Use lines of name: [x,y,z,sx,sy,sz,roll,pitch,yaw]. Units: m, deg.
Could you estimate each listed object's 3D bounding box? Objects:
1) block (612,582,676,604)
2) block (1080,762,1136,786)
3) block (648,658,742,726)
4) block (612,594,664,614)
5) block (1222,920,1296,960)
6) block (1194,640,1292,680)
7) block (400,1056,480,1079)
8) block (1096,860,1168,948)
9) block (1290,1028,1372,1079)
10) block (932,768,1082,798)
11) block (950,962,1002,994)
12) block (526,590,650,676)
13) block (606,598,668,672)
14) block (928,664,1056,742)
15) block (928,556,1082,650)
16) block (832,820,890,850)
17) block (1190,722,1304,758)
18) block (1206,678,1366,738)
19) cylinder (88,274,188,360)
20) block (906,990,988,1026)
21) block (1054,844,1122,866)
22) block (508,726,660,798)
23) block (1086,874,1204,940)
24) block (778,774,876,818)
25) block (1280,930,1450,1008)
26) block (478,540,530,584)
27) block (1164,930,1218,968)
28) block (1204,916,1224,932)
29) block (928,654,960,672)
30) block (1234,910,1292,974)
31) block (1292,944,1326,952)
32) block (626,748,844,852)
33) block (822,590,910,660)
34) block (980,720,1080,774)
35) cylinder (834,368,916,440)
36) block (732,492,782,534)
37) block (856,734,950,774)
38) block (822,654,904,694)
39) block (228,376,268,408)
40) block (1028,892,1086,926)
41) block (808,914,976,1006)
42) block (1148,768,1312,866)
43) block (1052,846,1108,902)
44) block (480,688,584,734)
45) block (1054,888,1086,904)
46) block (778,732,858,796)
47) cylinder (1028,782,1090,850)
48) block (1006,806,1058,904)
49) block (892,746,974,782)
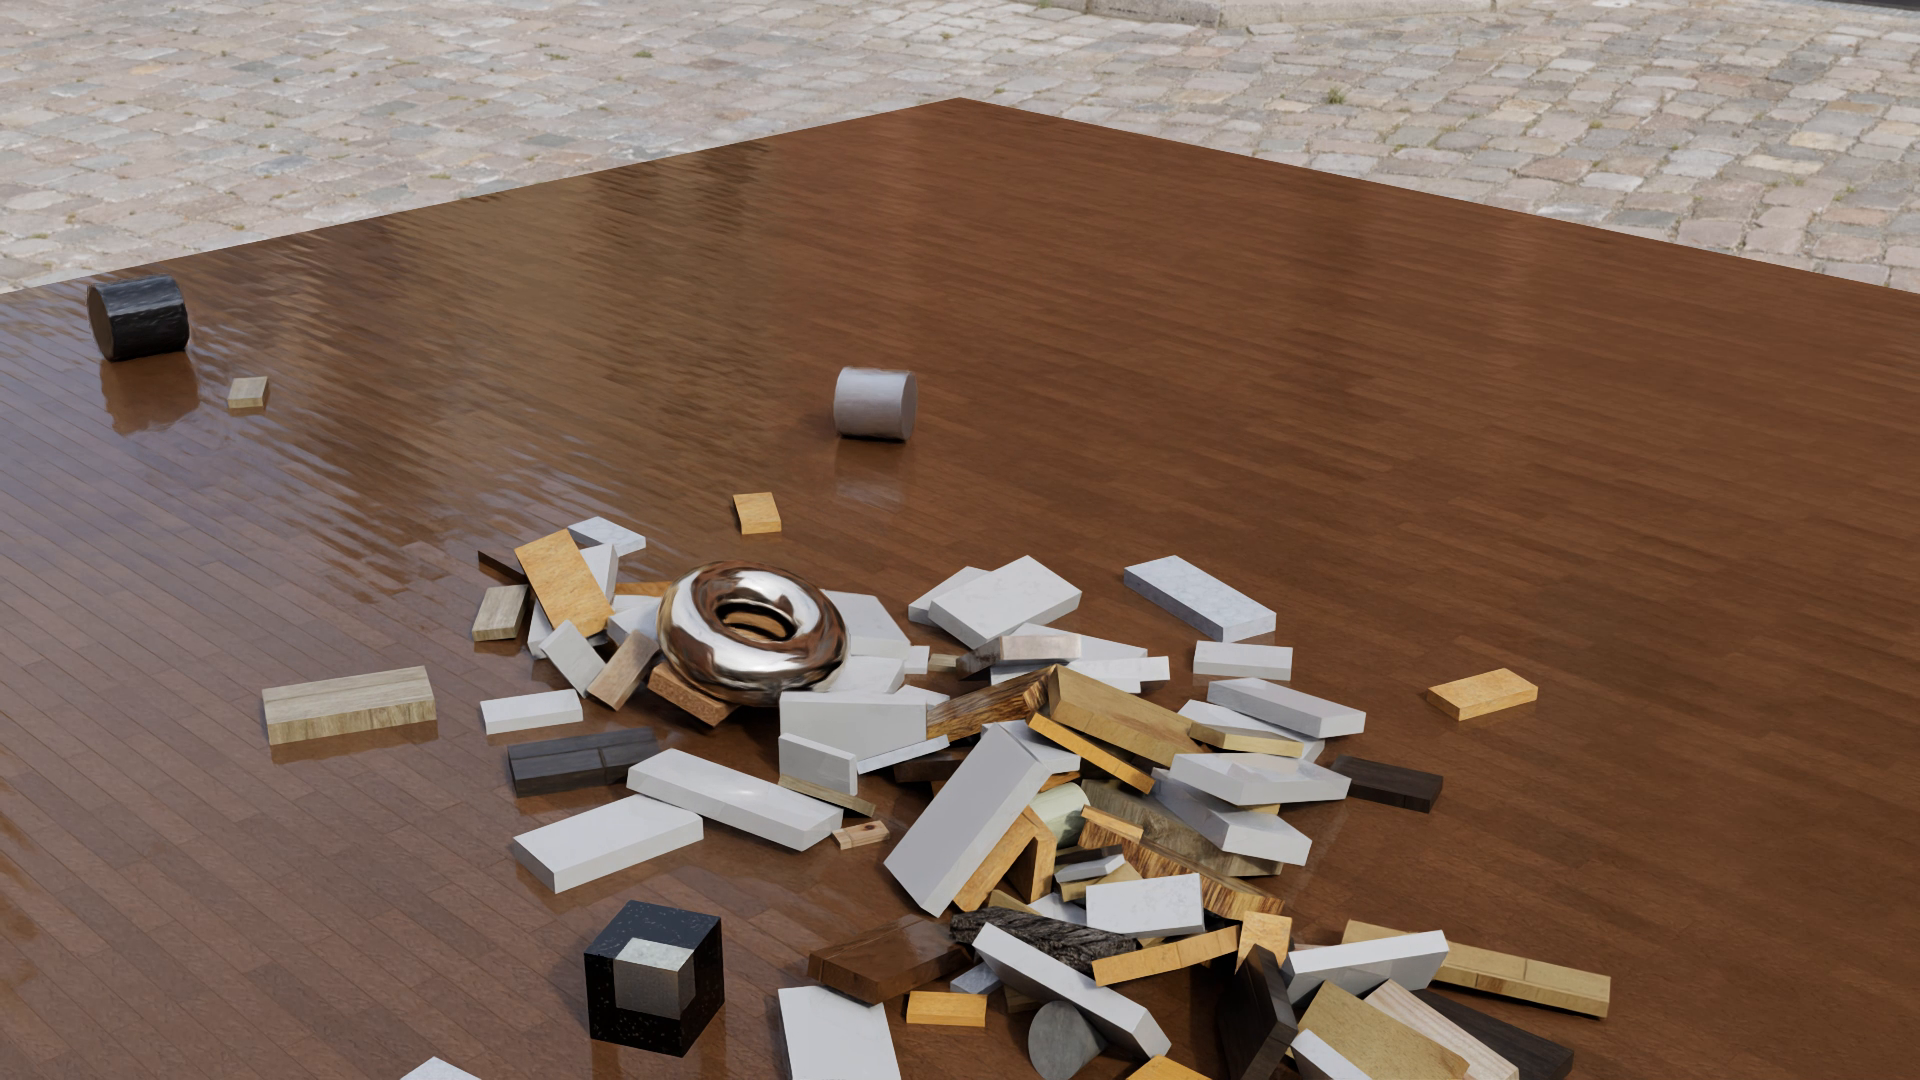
block: [-0.778,0.136,5.362,0.209,0.030,0.104,-1,19,-22]
block: [0.251,0.473,4.607,0.209,0.030,0.104,16,28,33]
block: [-0.515,0.277,4.863,0.176,0.050,0.353,28,32,16]
block: [-0.732,0.160,5.201,0.174,0.025,0.087,3,19,-5]
block: [0.513,0.726,3.958,0.083,0.023,0.166,-22,16,-33]
block: [0.653,0.278,5.067,0.220,0.031,0.110,4,23,9]
block: [-0.774,0.940,3.482,0.346,0.049,0.173,15,27,31]
block: [0.321,0.666,4.001,0.081,0.023,0.162,-35,51,-10]
block: [0.639,0.897,3.459,0.040,0.141,0.282,-34,35,-17]
block: [0.093,0.480,4.422,0.277,0.039,0.139,-10,2,40]
block: [0.044,0.779,3.905,0.058,0.016,0.116,20,30,39]
block: [-0.828,0.217,5.211,0.106,0.030,0.611,-20,30,-39]
block: [-0.623,0.258,4.981,0.175,0.049,0.349,-21,45,-41]
block: [0.049,0.358,4.654,0.329,0.047,0.165,-22,9,34]
block: [0.110,0.154,5.270,0.179,0.051,0.358,34,37,28]
block: [-0.197,0.585,4.363,0.104,0.015,0.052,-10,25,-22]
block: [0.590,0.411,4.522,0.217,0.031,0.108,10,3,-34]
block: [0.705,0.362,4.767,0.155,0.044,0.310,-1,12,-44]
cylinder: [-2.675,-0.725,7.161,0.241,0.241,0.241,-16,28,-33]
block: [-0.022,0.814,3.818,0.135,0.019,0.067,2,23,4]
block: [0.239,0.589,4.117,0.121,0.017,0.060,-18,-10,42]
block: [-0.785,0.464,4.611,0.305,0.043,0.153,-7,24,-16]
block: [0.333,0.665,3.963,0.208,0.029,0.104,-9,51,12]
block: [-0.270,0.516,4.448,0.181,0.026,0.090,14,-11,29]
block: [0.680,0.734,3.748,0.279,0.140,0.040,-6,53,-13]
block: [-1.122,0.056,5.590,0.106,0.030,0.212,-20,30,-39]
block: [0.421,0.725,3.977,0.112,0.056,0.016,23,10,42]
block: [0.426,0.706,4.037,0.056,0.016,0.112,-18,12,-36]
block: [-0.013,0.286,5.066,0.114,0.016,0.057,5,23,11]
block: [0.528,0.739,3.850,0.083,0.023,0.166,7,68,15]
block: [0.589,0.746,3.901,0.166,0.023,0.083,-6,13,44]
block: [-0.452,0.517,4.410,0.415,0.043,0.153,16,17,23]
block: [-0.237,0.197,5.169,0.157,0.044,0.313,7,16,-20]
block: [0.139,0.411,4.368,0.103,0.029,0.206,-4,18,-31]
cylinder: [-0.247,-0.398,6.444,0.200,0.200,0.200,5,23,11]
block: [-0.545,-0.073,5.894,0.104,0.030,0.209,-5,23,-11]
block: [-0.119,0.444,4.559,0.181,0.026,0.090,-18,-4,11]
block: [-0.250,0.354,4.863,0.175,0.049,0.349,5,23,11]
block: [-2.201,-0.457,6.802,0.101,0.029,0.203,-5,23,-10]
block: [0.206,0.718,4.030,0.104,0.030,0.209,-19,30,-38]
block: [-0.117,0.737,3.881,0.148,0.042,0.297,16,14,33]
block: [0.517,0.534,4.268,0.179,0.051,0.358,13,7,-21]
block: [0.226,0.627,4.162,0.104,0.030,0.209,-12,10,-6]
block: [-0.942,0.376,4.836,0.209,0.030,0.104,-7,24,-16]
block: [0.261,0.657,4.122,0.081,0.023,0.162,-23,16,-39]
block: [-0.294,0.466,4.547,0.181,0.090,0.026,14,27,30]
cylinder: [0.177,0.549,4.308,0.124,0.124,0.124,-12,26,-27]
block: [0.106,0.572,4.232,0.039,0.139,0.277,-3,22,-22]
block: [0.010,0.454,4.486,0.277,0.039,0.139,-9,3,44]
